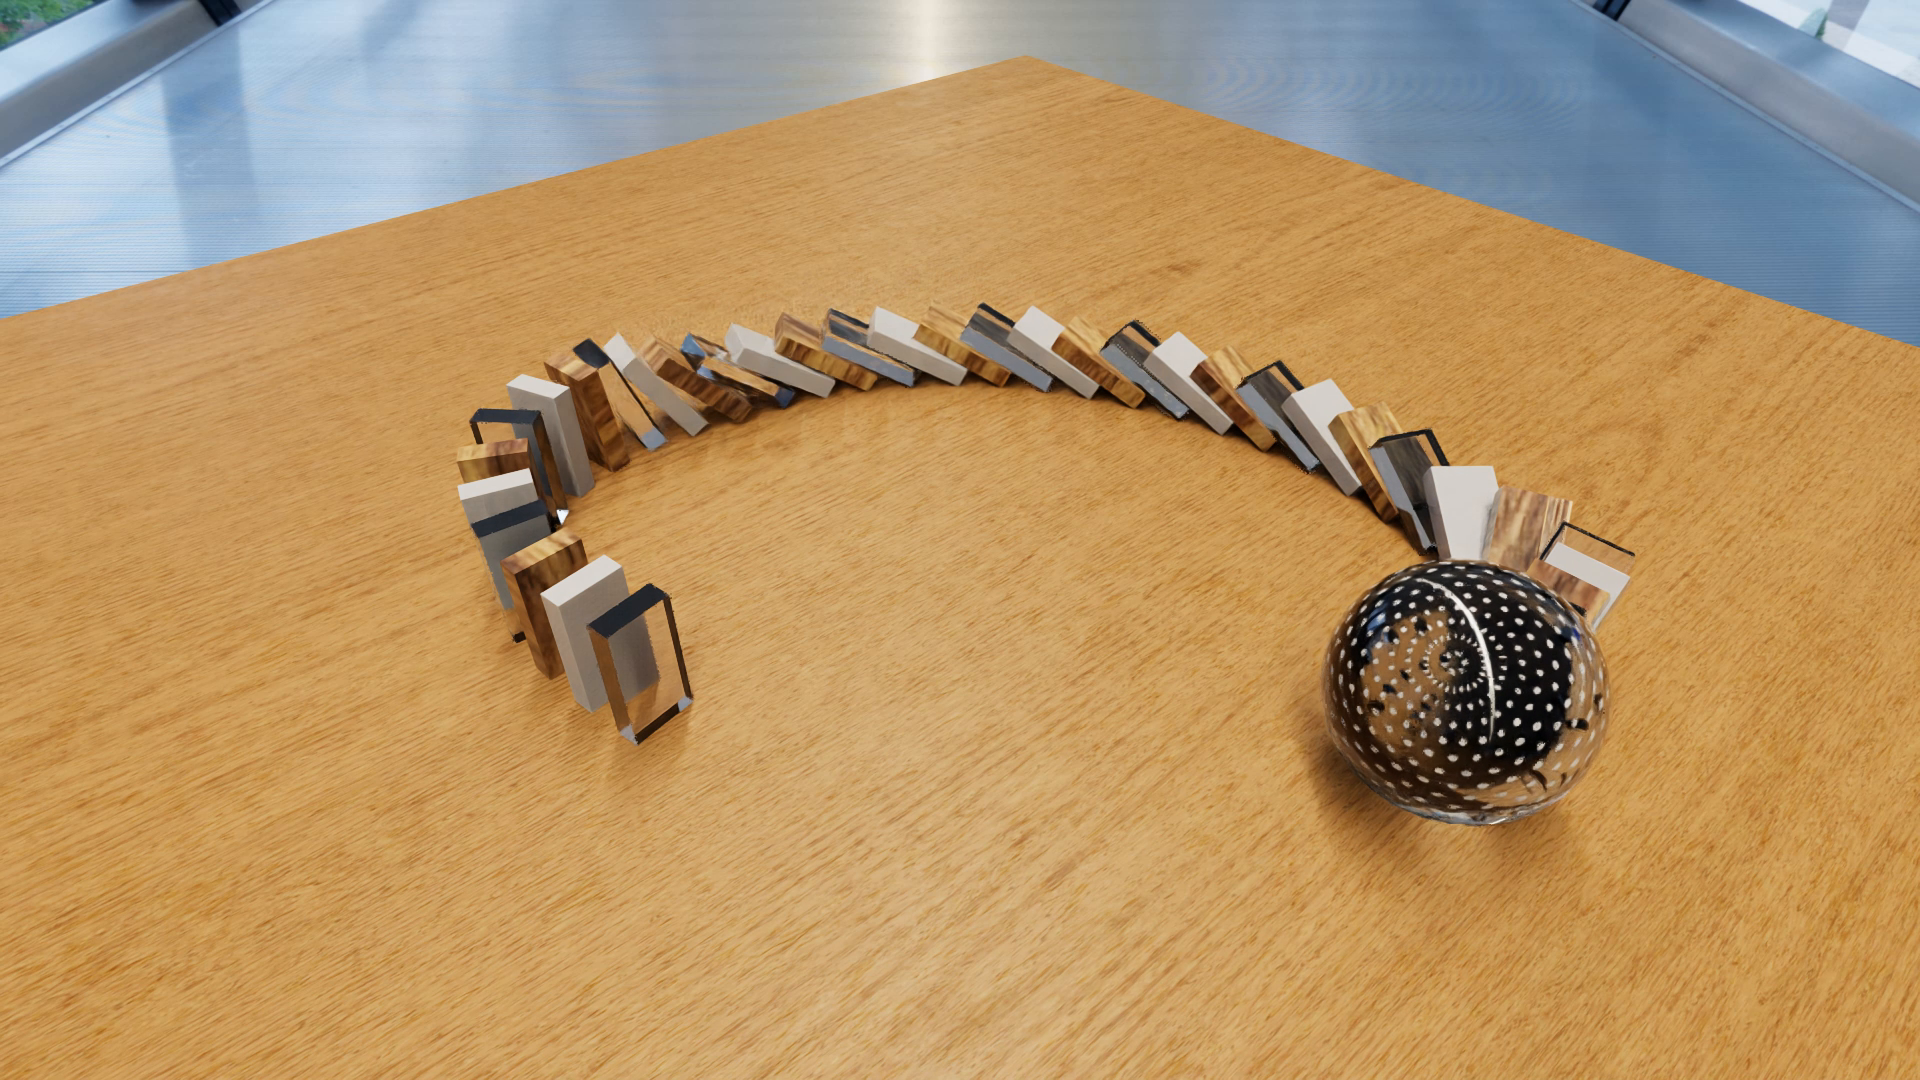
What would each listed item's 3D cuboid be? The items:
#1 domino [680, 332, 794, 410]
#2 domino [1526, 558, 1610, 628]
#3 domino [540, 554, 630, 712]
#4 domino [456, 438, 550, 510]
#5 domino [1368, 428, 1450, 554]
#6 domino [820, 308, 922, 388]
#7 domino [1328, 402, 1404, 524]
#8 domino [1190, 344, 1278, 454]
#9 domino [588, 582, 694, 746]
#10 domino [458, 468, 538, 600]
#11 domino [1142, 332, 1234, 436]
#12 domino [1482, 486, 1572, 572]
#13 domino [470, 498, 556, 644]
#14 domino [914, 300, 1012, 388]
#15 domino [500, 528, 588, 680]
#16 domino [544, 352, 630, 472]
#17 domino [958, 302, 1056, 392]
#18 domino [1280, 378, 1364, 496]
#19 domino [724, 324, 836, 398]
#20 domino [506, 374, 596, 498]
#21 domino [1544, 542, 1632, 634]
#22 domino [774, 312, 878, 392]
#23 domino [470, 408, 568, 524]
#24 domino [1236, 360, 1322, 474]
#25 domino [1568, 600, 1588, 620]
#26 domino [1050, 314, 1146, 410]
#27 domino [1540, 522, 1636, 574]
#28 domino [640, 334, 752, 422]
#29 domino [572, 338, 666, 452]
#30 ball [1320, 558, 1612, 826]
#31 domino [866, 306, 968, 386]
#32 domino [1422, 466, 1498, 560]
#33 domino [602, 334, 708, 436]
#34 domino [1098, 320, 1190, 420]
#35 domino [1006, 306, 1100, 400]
[{"bbox_3d":[-0.105,-0.079,0.518,0.050,0.010,0.025,19,21,-44],"label":"domino"},{"bbox_3d":[0.196,0.034,0.376,0.025,0.009,0.050,34,95,34],"label":"domino"},{"bbox_3d":[-0.123,0.032,0.372,0.009,0.050,0.025,27,46,29],"label":"domino"},{"bbox_3d":[-0.176,-0.015,0.429,0.025,0.050,0.009,-10,40,-11],"label":"domino"},{"bbox_3d":[0.191,-0.020,0.452,0.025,0.009,0.050,-11,67,-13],"label":"domino"},{"bbox_3d":[-0.043,-0.095,0.541,0.050,0.010,0.025,21,35,-20],"label":"domino"},{"bbox_3d":[0.181,-0.033,0.468,0.025,0.010,0.050,-16,68,-18],"label":"domino"},{"bbox_3d":[0.132,-0.066,0.507,0.025,0.009,0.050,-33,75,-34],"label":"domino"},{"bbox_3d":[-0.104,0.041,0.361,0.009,0.050,0.025,26,46,28],"label":"domino"},{"bbox_3d":[-0.168,-0.001,0.413,0.025,0.050,0.009,-17,42,-20],"label":"domino"},{"bbox_3d":[0.113,-0.074,0.518,0.050,0.010,0.025,44,52,9],"label":"domino"},{"bbox_3d":[0.212,0.006,0.414,0.025,0.009,0.050,16,74,13],"label":"domino"},{"bbox_3d":[-0.156,0.012,0.397,0.025,0.050,0.009,-24,45,-27],"label":"domino"},{"bbox_3d":[0.004,-0.097,0.546,0.050,0.010,0.025,28,40,-7],"label":"domino"},{"bbox_3d":[-0.140,0.023,0.384,0.010,0.050,0.025,30,48,32],"label":"domino"},{"bbox_3d":[-0.162,-0.055,0.478,0.025,0.050,0.009,28,53,30],"label":"domino"},{"bbox_3d":[0.026,-0.096,0.543,0.050,0.009,0.025,31,42,-4],"label":"domino"},{"bbox_3d":[0.166,-0.045,0.482,0.025,0.010,0.050,-22,70,-25],"label":"domino"},{"bbox_3d":[-0.086,-0.086,0.528,0.050,0.010,0.025,17,27,-36],"label":"domino"},{"bbox_3d":[-0.172,-0.043,0.465,0.025,0.050,0.010,16,42,19],"label":"domino"},{"bbox_3d":[0.206,0.029,0.383,0.025,0.010,0.050,35,95,34],"label":"domino"},{"bbox_3d":[-0.065,-0.092,0.537,0.050,0.009,0.025,20,33,-25],"label":"domino"},{"bbox_3d":[-0.179,-0.029,0.447,0.025,0.050,0.009,3,39,3],"label":"domino"},{"bbox_3d":[0.150,-0.056,0.496,0.025,0.009,0.050,-28,72,-30],"label":"domino"},{"bbox_3d":[0.185,0.039,0.370,0.025,0.010,0.050,34,95,34],"label":"domino"},{"bbox_3d":[0.071,-0.087,0.533,0.050,0.009,0.025,36,46,2],"label":"domino"},{"bbox_3d":[0.214,0.021,0.392,0.025,0.009,0.050,34,95,34],"label":"domino"},{"bbox_3d":[-0.122,-0.074,0.508,0.009,0.050,0.025,-50,47,9],"label":"domino"},{"bbox_3d":[-0.151,-0.064,0.489,0.009,0.050,0.025,-39,50,-13],"label":"domino"},{"bbox_3d":[0.151,0.045,0.332,0.080,0.080,0.080,0,39,0],"label":"ball"},{"bbox_3d":[-0.021,-0.096,0.543,0.050,0.009,0.025,21,36,-17],"label":"domino"},{"bbox_3d":[0.201,-0.005,0.433,0.025,0.009,0.050,-1,64,-1],"label":"domino"},{"bbox_3d":[-0.138,-0.070,0.499,0.009,0.050,0.025,-43,48,0],"label":"domino"},{"bbox_3d":[0.094,-0.082,0.527,0.050,0.009,0.025,42,50,8],"label":"domino"},{"bbox_3d":[0.049,-0.092,0.540,0.050,0.009,0.025,35,45,1],"label":"domino"}]
